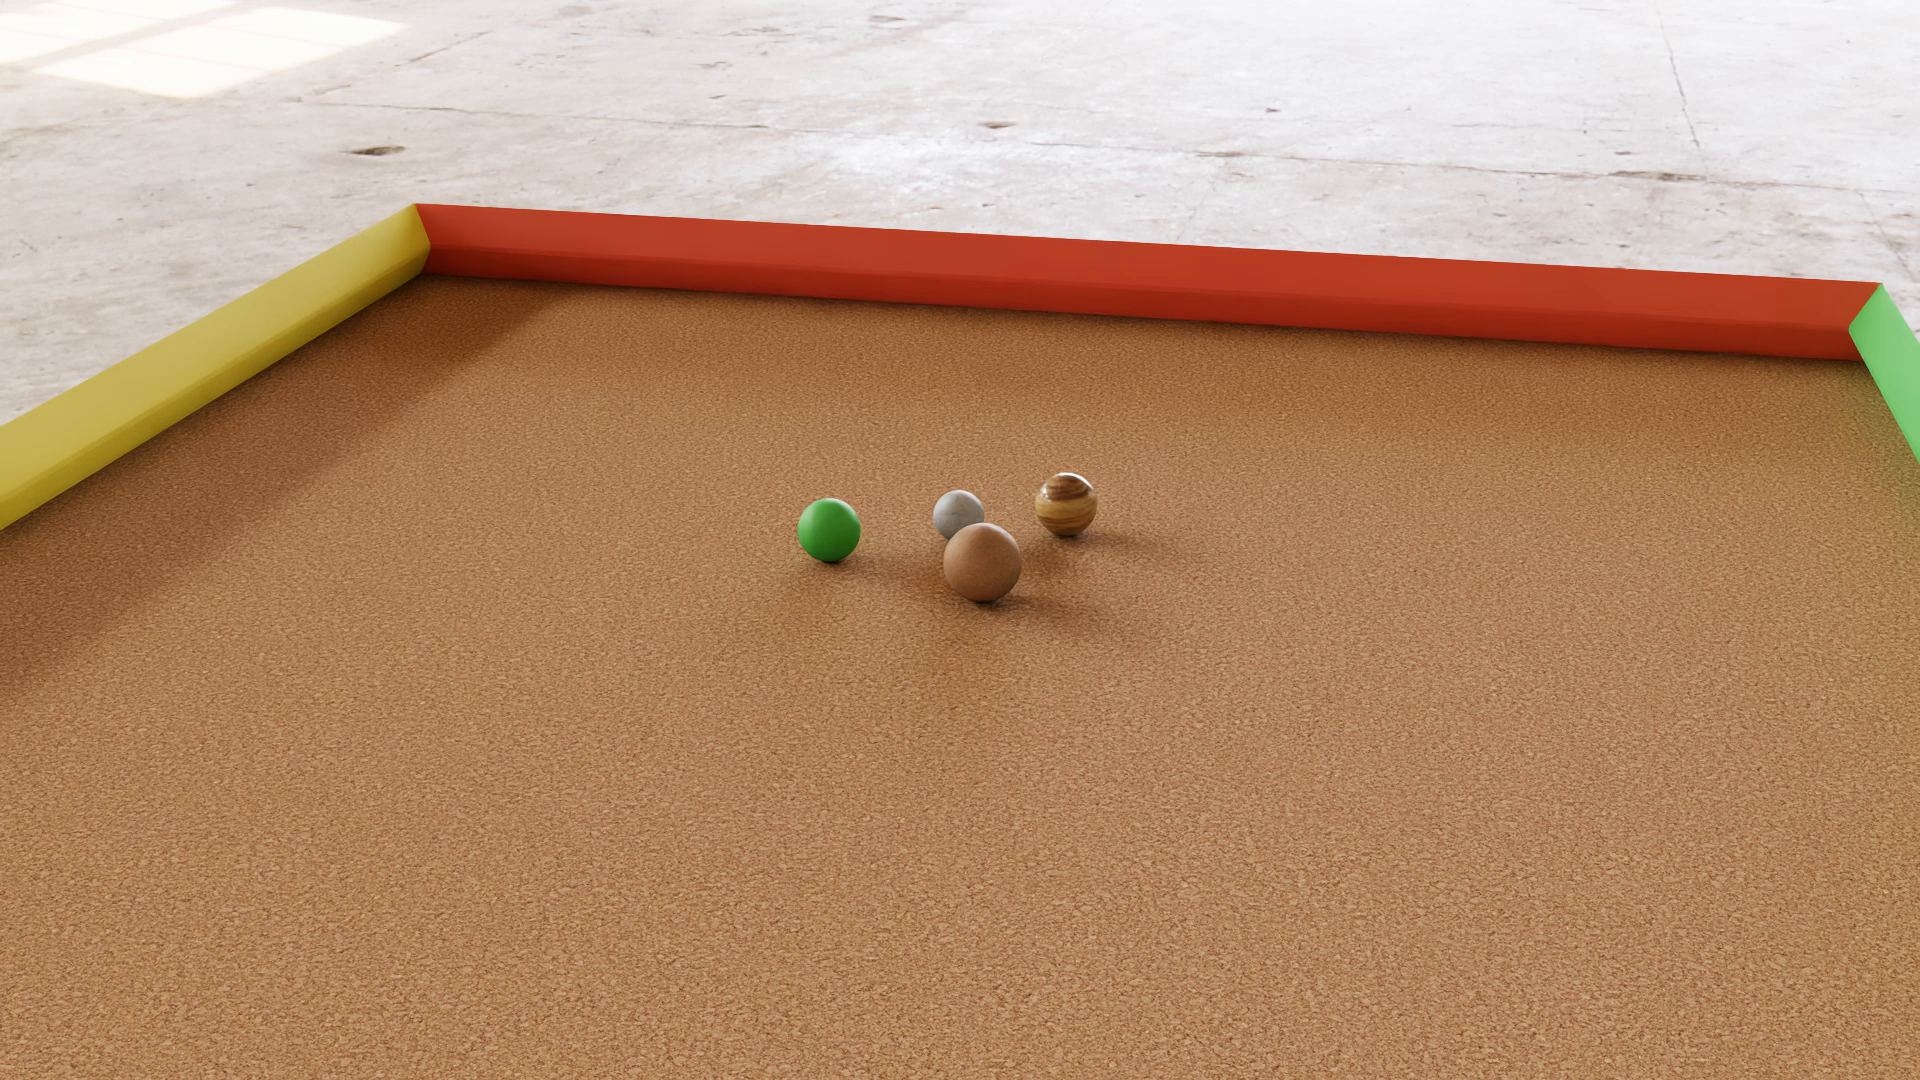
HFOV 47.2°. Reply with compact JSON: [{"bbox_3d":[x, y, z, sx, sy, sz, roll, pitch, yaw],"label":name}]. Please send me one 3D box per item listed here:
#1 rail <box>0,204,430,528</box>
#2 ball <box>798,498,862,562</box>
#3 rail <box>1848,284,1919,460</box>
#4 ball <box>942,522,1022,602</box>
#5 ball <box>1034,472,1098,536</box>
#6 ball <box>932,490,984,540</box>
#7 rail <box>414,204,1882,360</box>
[{"bbox_3d":[-1.338,0.278,1.809,0.045,0.120,4.218,5,23,11],"label":"rail"},{"bbox_3d":[-0.153,-0.012,2.572,0.074,0.074,0.074,0,22,0],"label":"ball"},{"bbox_3d":[0.895,0.461,1.365,0.045,0.120,4.218,5,23,11],"label":"rail"},{"bbox_3d":[0.025,0.025,2.463,0.089,0.089,0.089,0,22,0],"label":"ball"},{"bbox_3d":[0.128,-0.043,2.646,0.076,0.076,0.076,0,22,0],"label":"ball"},{"bbox_3d":[-0.001,-0.029,2.629,0.062,0.062,0.062,0,22,0],"label":"ball"},{"bbox_3d":[0.217,-0.409,3.472,2.332,0.120,0.045,5,23,11],"label":"rail"}]
